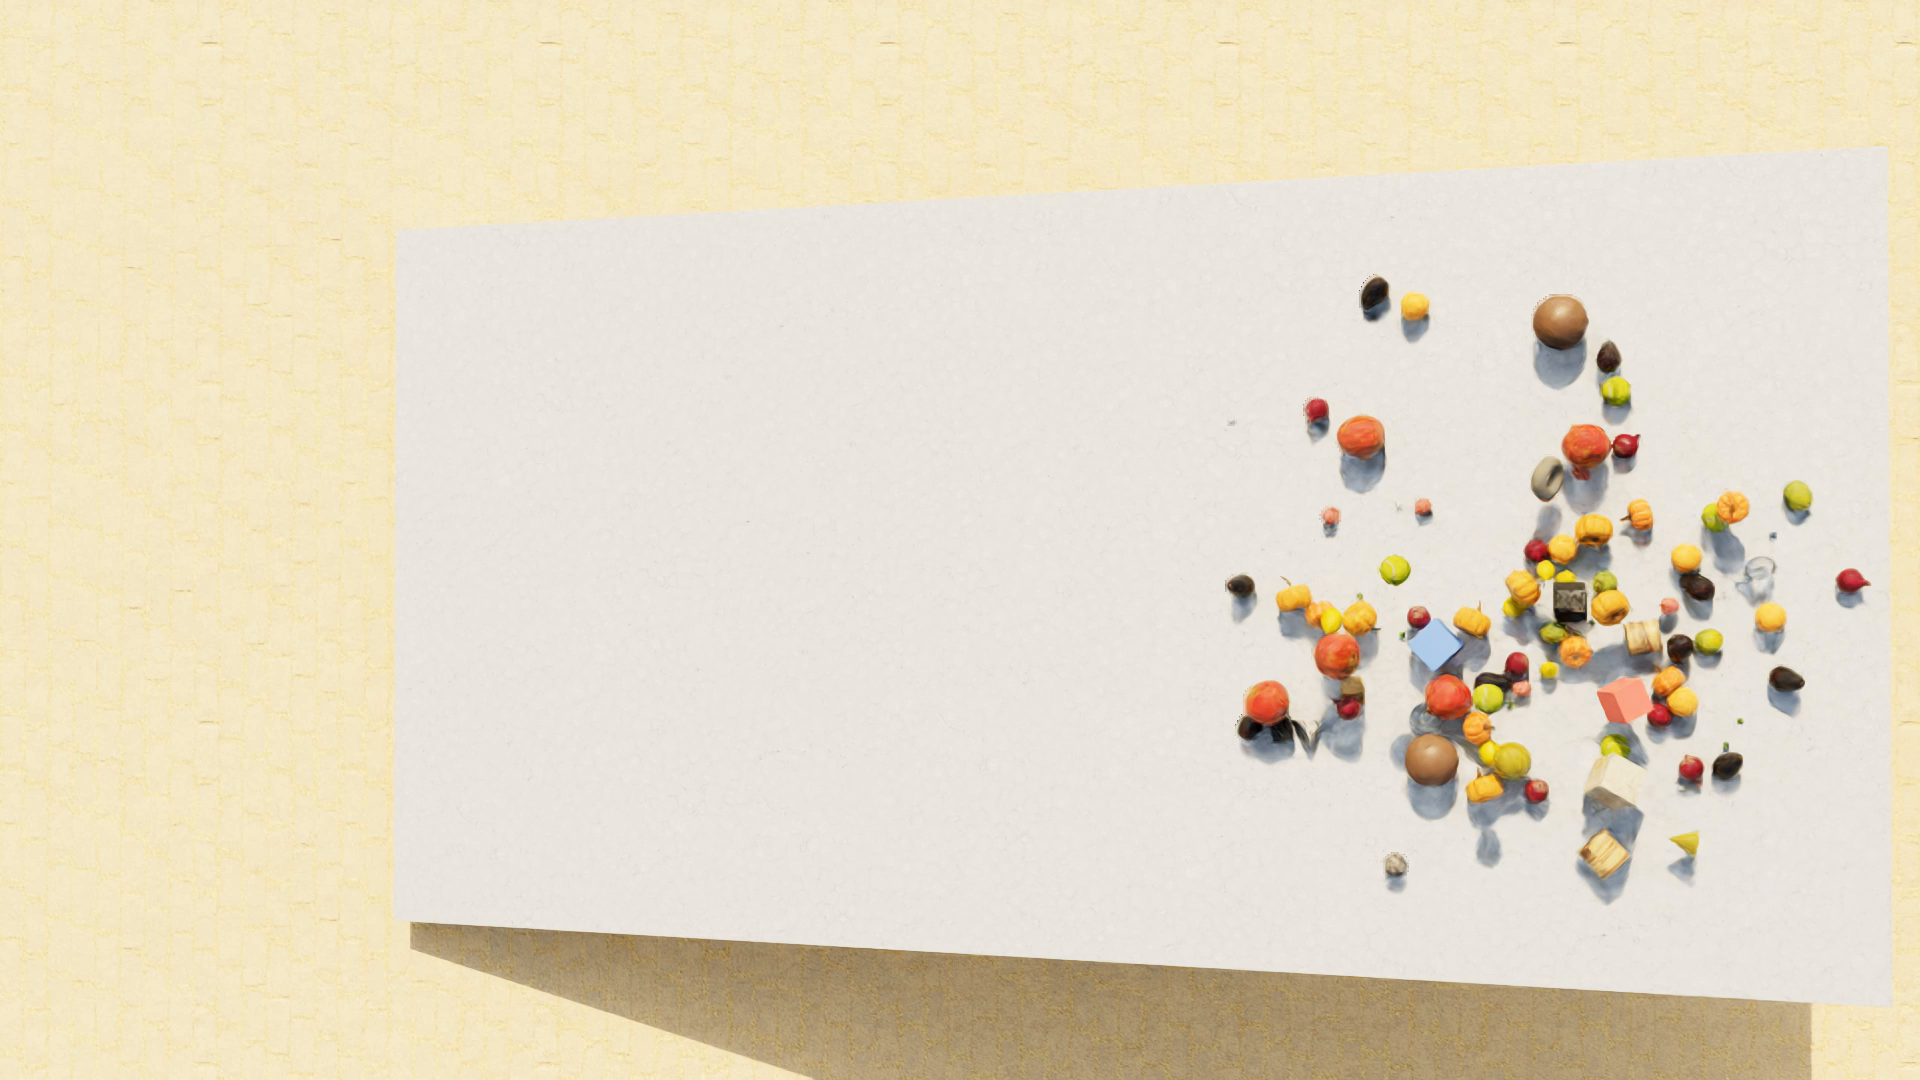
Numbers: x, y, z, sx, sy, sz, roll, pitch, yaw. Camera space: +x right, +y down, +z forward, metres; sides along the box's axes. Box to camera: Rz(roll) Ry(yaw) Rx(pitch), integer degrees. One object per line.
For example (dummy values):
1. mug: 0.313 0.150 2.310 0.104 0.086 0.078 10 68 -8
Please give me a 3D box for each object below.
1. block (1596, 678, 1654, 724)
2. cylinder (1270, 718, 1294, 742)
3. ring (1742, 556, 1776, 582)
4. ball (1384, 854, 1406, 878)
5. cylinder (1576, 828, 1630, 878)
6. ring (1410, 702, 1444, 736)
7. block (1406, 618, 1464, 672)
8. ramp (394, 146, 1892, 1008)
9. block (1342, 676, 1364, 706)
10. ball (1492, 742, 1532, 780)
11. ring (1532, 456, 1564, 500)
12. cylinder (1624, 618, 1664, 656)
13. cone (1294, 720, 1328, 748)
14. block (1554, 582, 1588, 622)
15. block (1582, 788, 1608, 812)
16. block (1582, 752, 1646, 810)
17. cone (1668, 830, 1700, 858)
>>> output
1. block: 1.563 0.377 5.170 0.080 0.080 0.080 -25 94 -13
2. cylinder: 0.808 0.478 5.522 0.053 0.053 0.053 -11 86 0
3. ring: 1.876 0.067 5.159 0.076 0.076 0.025 -26 122 0
4. ball: 1.073 0.803 5.419 0.054 0.054 0.054 0 89 0
5. cylinder: 1.538 0.750 5.257 0.088 0.088 0.088 -38 74 0
6. ring: 1.150 0.440 5.423 0.083 0.028 0.083 -1 88 22
7. block: 1.166 0.257 5.386 0.092 0.092 0.092 -46 76 13
8. ramp: 0.277 0.092 5.786 4.000 0.100 2.000 0 89 18
9. block: 0.971 0.372 5.431 0.052 0.052 0.052 -3 51 12
10. ball: 1.330 0.532 5.297 0.094 0.094 0.094 0 89 0
11. ring: 1.398 -0.147 5.231 0.036 0.107 0.107 19 89 44
12. cylinder: 1.629 0.232 5.239 0.079 0.079 0.079 -11 89 18
13. cone: 0.888 0.467 5.506 0.077 0.077 0.077 -26 89 -11
14. block: 1.464 0.148 5.272 0.071 0.071 0.071 -3 62 22
15. block: 1.539 0.609 5.272 0.064 0.064 0.064 -31 80 16
16. block: 1.543 0.570 5.186 0.091 0.091 0.091 30 70 -3
17. cone: 1.697 0.708 5.171 0.066 0.066 0.066 10 89 10
